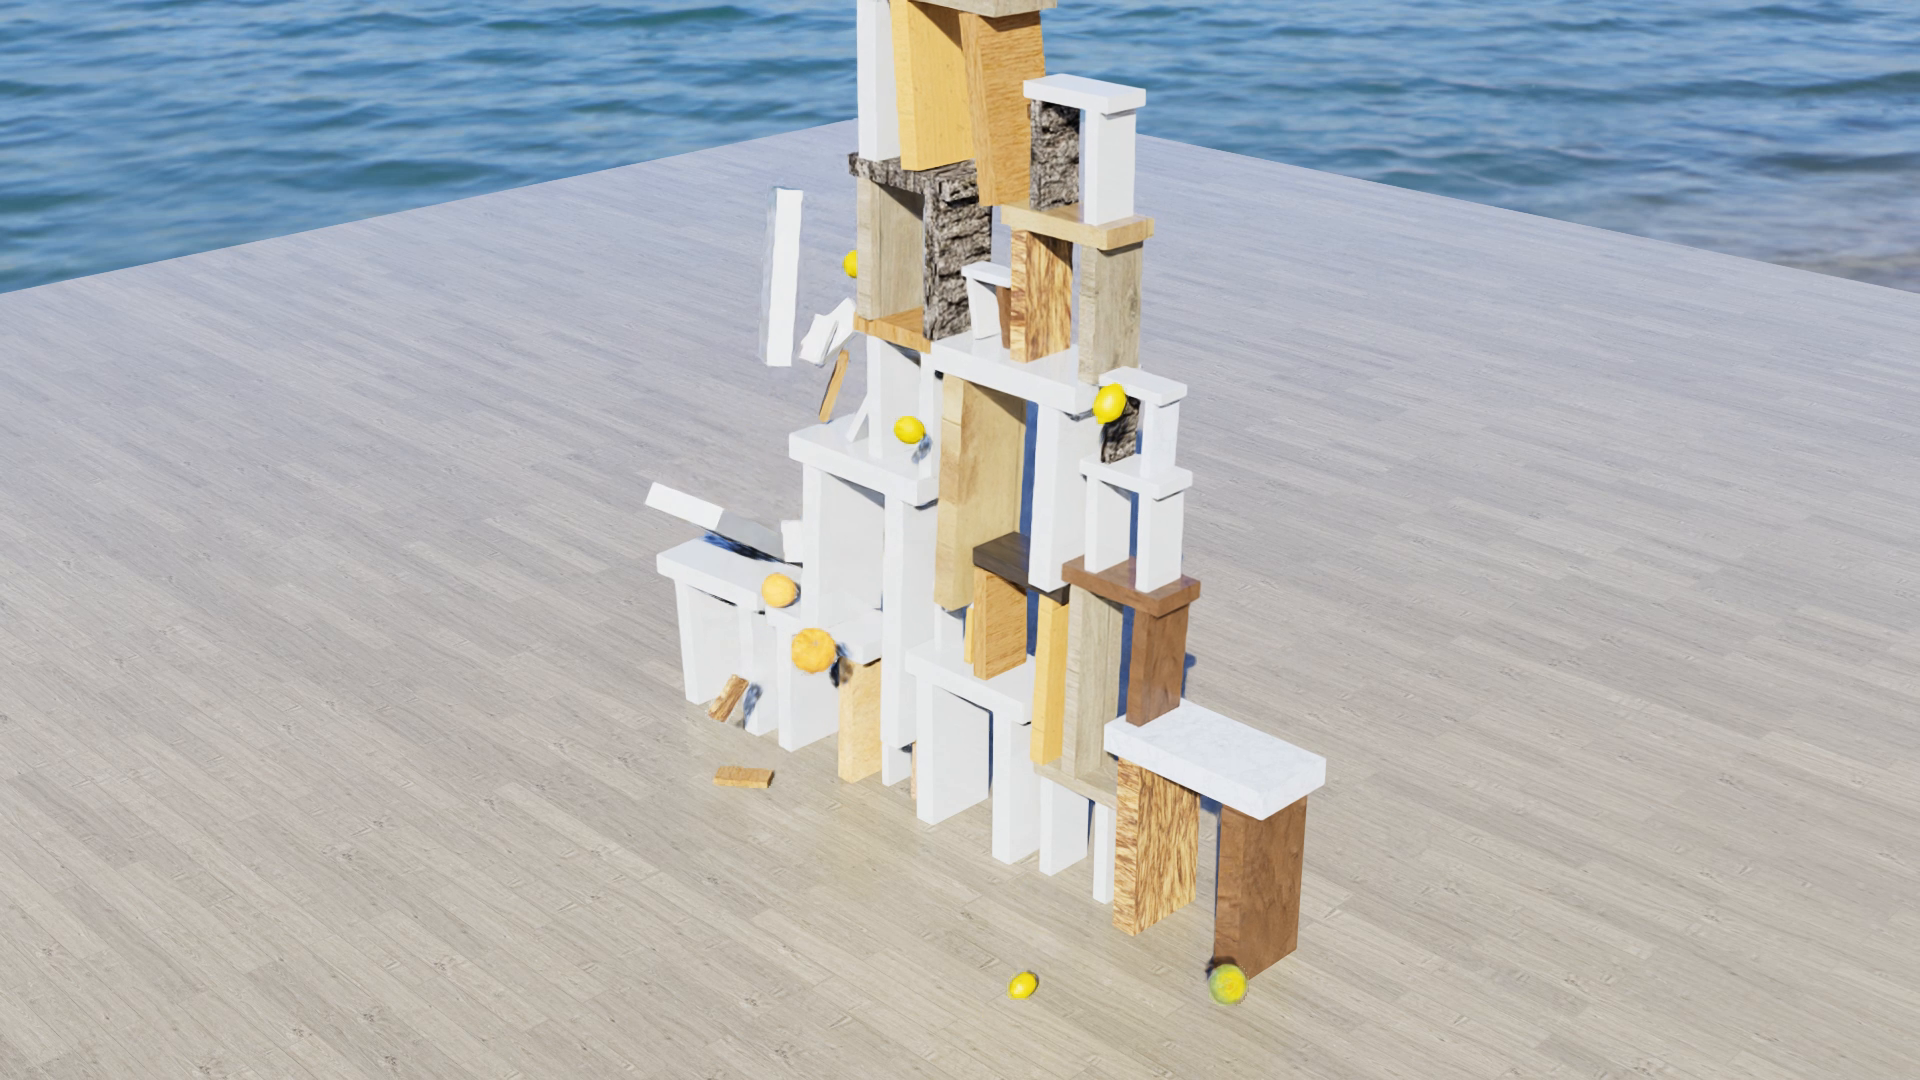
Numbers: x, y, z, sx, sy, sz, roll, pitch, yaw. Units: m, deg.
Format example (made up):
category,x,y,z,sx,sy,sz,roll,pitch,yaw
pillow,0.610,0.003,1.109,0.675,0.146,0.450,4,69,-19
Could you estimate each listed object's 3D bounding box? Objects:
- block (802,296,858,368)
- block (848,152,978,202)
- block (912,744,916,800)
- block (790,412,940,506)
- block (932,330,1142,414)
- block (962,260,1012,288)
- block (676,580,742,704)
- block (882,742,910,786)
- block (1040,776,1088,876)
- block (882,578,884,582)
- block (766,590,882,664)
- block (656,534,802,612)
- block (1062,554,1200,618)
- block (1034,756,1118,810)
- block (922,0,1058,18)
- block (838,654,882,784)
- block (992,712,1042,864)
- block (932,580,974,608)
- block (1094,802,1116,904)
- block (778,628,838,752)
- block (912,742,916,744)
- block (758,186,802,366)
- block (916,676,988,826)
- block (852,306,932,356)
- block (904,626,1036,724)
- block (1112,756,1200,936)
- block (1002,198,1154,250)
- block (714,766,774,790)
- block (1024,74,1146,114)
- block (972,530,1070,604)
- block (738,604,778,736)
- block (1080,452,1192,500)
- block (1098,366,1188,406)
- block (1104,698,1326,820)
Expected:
category,x,y,z,sx,sy,sz,roll,pitch,yaw
block,-0.249,-0.411,4.356,0.019,0.136,0.068,16,36,-56
block,-0.065,-0.673,4.014,0.134,0.038,0.268,-21,31,-40
block,-0.070,0.464,4.502,0.018,0.128,0.064,23,32,39
block,-0.149,-0.162,4.317,0.355,0.050,0.178,21,31,39
block,0.134,-0.311,3.940,0.350,0.050,0.175,21,31,40
block,0.063,-0.479,3.960,0.112,0.016,0.056,21,31,39
block,-0.548,0.197,4.898,0.154,0.308,0.044,-22,29,-40
block,-0.132,0.441,4.559,0.018,0.128,0.064,21,31,40
block,0.201,0.533,4.237,0.030,0.209,0.104,21,31,41
block,-0.211,0.113,5.389,0.101,0.050,0.014,22,-7,39
block,-0.251,0.174,4.556,0.289,0.041,0.144,20,30,39
block,-0.493,0.068,4.752,0.308,0.044,0.154,19,30,37
block,0.304,0.072,3.920,0.114,0.032,0.228,-22,31,-40
block,0.250,0.442,4.146,0.209,0.030,0.104,21,31,41
block,0.007,-0.960,3.810,0.152,0.043,0.303,-20,32,-40
block,-0.185,0.348,4.569,0.041,0.289,0.144,23,32,40
block,0.136,0.457,4.277,0.045,0.319,0.159,21,31,41
block,0.011,0.099,4.254,0.061,0.017,0.122,-21,35,-40
block,0.300,0.571,4.147,0.030,0.209,0.104,21,31,41
block,-0.320,0.295,4.694,0.144,0.289,0.041,-21,33,-41
block,-0.098,0.385,4.499,0.128,0.018,0.064,24,32,39
block,-0.357,-0.524,4.356,0.048,0.341,0.171,3,10,-11
block,-0.014,0.398,4.415,0.045,0.319,0.159,21,31,41
block,-0.075,-0.399,4.147,0.243,0.034,0.122,22,31,40
block,0.061,0.260,4.275,0.319,0.045,0.159,21,31,41
block,0.364,0.533,4.048,0.050,0.356,0.178,21,31,41
block,0.201,-0.548,3.772,0.121,0.034,0.242,-21,31,-41
block,-0.450,0.494,4.576,0.113,0.016,0.057,4,23,9
block,0.208,-0.748,3.680,0.095,0.027,0.189,-21,31,-41
block,0.144,0.049,4.084,0.226,0.032,0.113,24,33,39
block,-0.400,0.256,4.762,0.044,0.308,0.154,21,31,41
block,0.306,-0.118,3.830,0.090,0.026,0.181,-22,31,-40
block,0.312,-0.264,3.759,0.138,0.020,0.069,22,32,39
block,0.448,0.379,3.891,0.356,0.050,0.178,21,31,41
